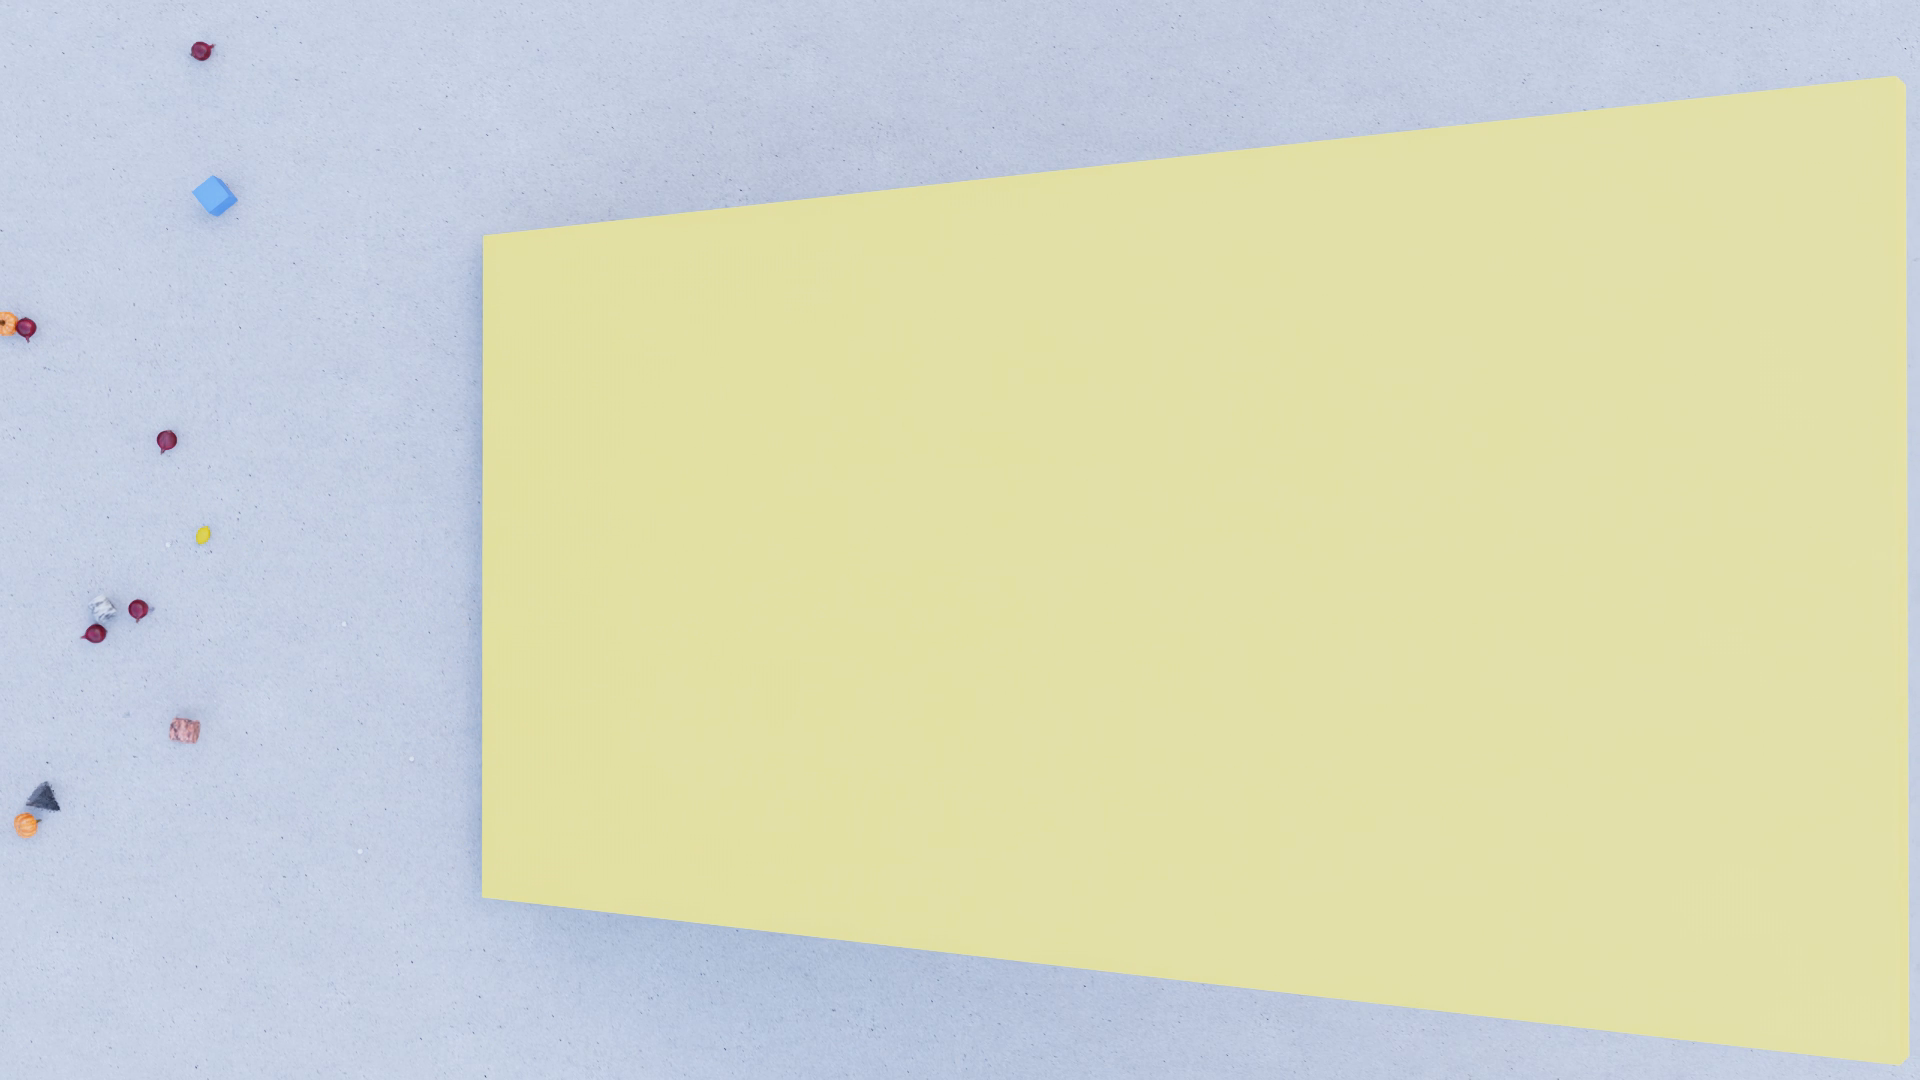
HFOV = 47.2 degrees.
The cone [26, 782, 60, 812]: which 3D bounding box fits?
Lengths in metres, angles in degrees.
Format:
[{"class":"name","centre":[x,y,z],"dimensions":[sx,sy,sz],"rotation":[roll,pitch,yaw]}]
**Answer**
[{"class":"cone","centre":[-2.777,0.800,6.703],"dimensions":[0.093,0.093,0.093],"rotation":[-42,117,0]}]

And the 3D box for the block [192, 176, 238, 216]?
[{"class":"block","centre":[-2.269,-1.047,6.698],"dimensions":[0.082,0.082,0.082],"rotation":[-39,90,0]}]

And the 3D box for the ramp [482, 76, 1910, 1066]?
[{"class":"ramp","centre":[0.254,0.070,5.587],"dimensions":[4.000,0.100,2.000],"rotation":[0,89,33]}]

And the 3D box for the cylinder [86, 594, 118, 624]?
[{"class":"cylinder","centre":[-2.612,0.210,6.697],"dimensions":[0.065,0.065,0.065],"rotation":[-36,90,0]}]

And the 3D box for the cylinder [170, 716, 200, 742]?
[{"class":"cylinder","centre":[-2.358,0.577,6.691],"dimensions":[0.070,0.070,0.070],"rotation":[9,90,0]}]
